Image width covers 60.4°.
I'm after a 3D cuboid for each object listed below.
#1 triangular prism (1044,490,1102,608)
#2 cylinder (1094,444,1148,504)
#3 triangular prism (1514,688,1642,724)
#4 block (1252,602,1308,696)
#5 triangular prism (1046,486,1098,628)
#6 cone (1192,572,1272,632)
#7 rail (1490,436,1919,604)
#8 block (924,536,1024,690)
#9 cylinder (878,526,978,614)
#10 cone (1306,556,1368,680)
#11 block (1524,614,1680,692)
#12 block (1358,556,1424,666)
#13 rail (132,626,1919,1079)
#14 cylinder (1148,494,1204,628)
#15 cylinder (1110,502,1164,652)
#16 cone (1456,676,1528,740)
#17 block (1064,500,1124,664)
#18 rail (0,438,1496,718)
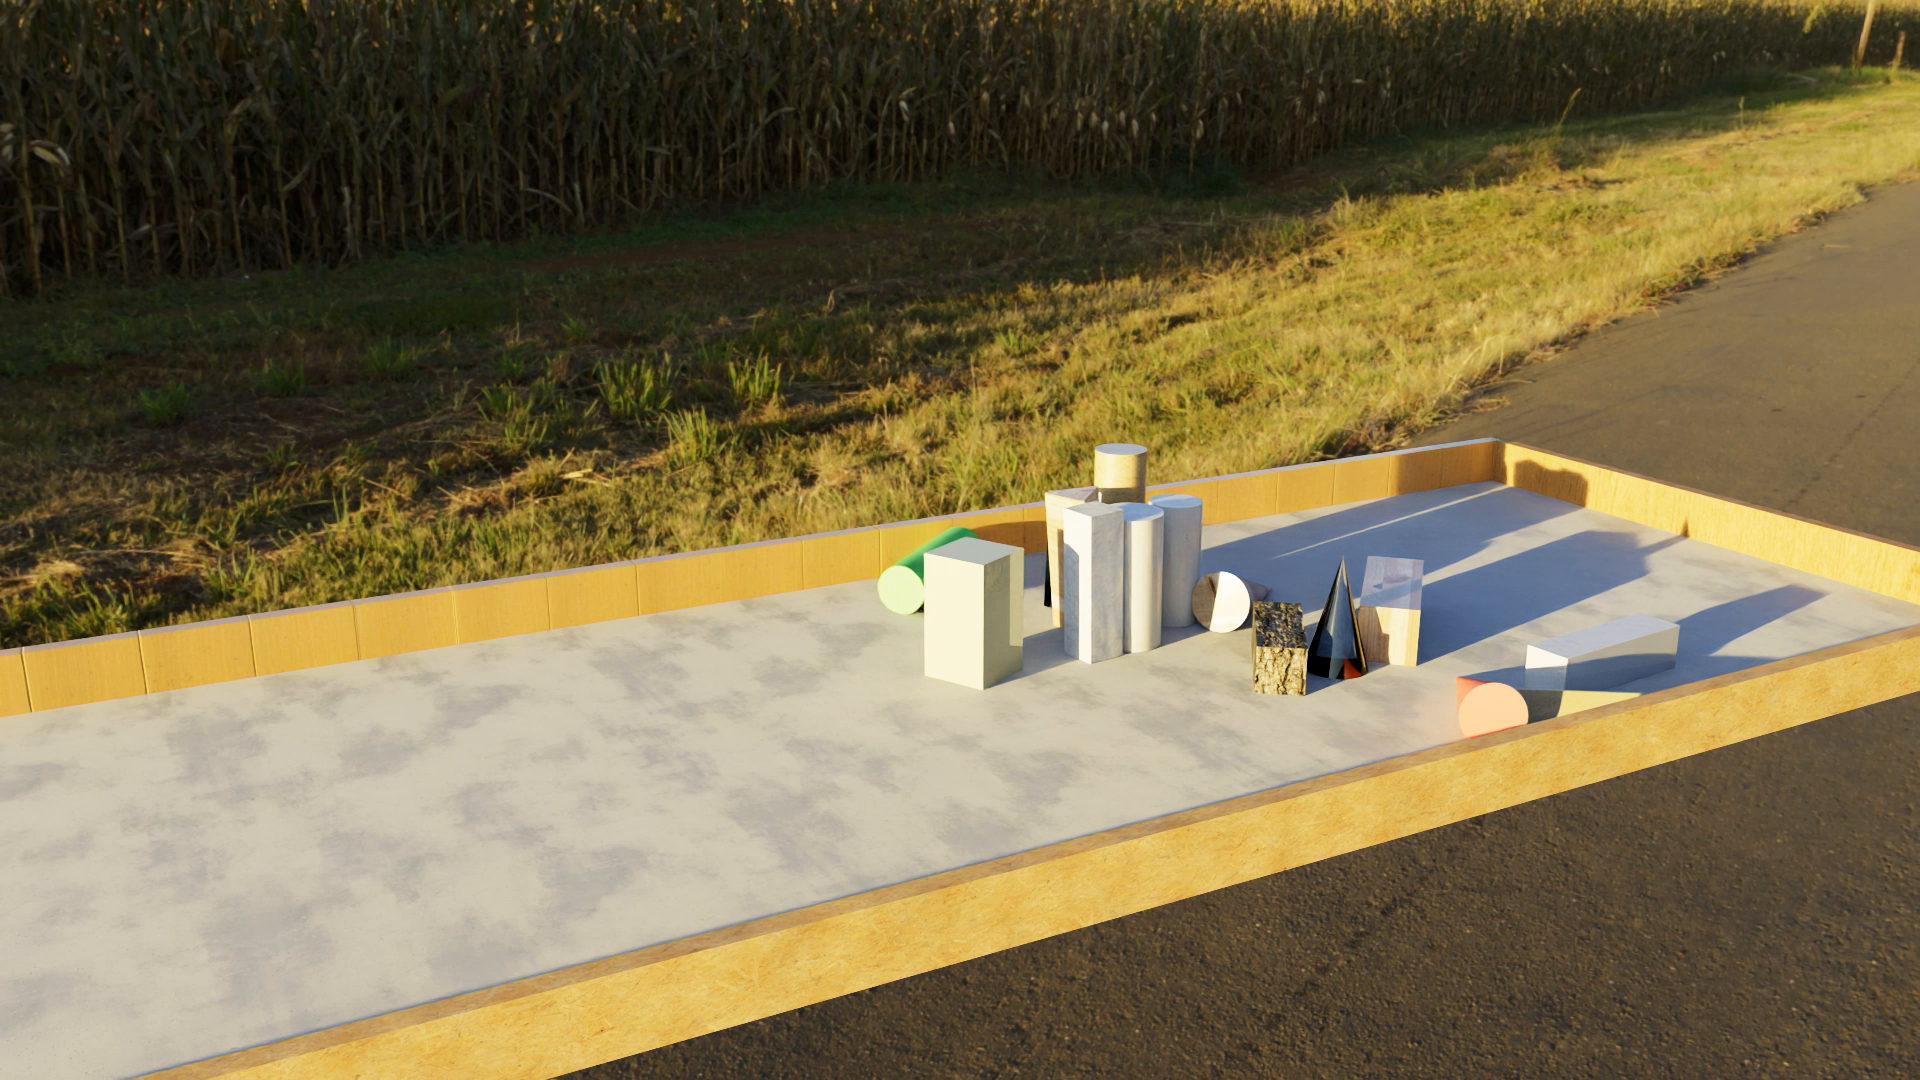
[{"bbox_3d":[0.297,0.027,4.663,0.126,0.331,0.145,5,3,41],"label":"triangular prism"},{"bbox_3d":[0.467,-0.065,4.842,0.152,0.414,0.152,0,16,0],"label":"cylinder"},{"bbox_3d":[1.430,0.393,3.850,0.305,0.090,0.103,2,16,5],"label":"triangular prism"},{"bbox_3d":[0.812,0.273,4.210,0.122,0.122,0.353,2,17,8],"label":"block"},{"bbox_3d":[0.339,0.050,4.486,0.126,0.380,0.145,-18,21,-37],"label":"triangular prism"},{"bbox_3d":[0.816,0.156,4.678,0.166,0.166,0.436,9,8,29],"label":"cone"},{"bbox_3d":[2.466,-0.048,5.253,0.050,0.150,2.100,-9,18,-27],"label":"rail"},{"bbox_3d":[0.035,0.182,4.162,0.179,0.324,0.179,11,20,34],"label":"block"},{"bbox_3d":[-0.082,0.084,4.814,0.141,0.141,0.435,7,18,21],"label":"cylinder"},{"bbox_3d":[0.965,0.183,4.195,0.163,0.302,0.163,0,16,0],"label":"cone"},{"bbox_3d":[1.618,0.294,4.150,0.445,0.116,0.116,-10,19,-32],"label":"block"},{"bbox_3d":[1.164,0.185,4.456,0.152,0.152,0.456,5,17,15],"label":"block"},{"bbox_3d":[-2.336,1.006,1.665,12.000,0.150,0.050,-9,18,-27],"label":"rail"},{"bbox_3d":[0.590,0.056,4.562,0.149,0.340,0.149,0,16,0],"label":"cylinder"},{"bbox_3d":[0.450,0.098,4.371,0.172,0.362,0.172,-1,18,0],"label":"cylinder"},{"bbox_3d":[1.231,0.372,3.955,0.152,0.152,0.451,2,7,6],"label":"cone"},{"bbox_3d":[0.346,0.109,4.274,0.108,0.397,0.108,-13,21,-33],"label":"block"},{"bbox_3d":[-3.305,0.497,3.399,12.000,0.150,0.050,-9,18,-27],"label":"rail"}]
